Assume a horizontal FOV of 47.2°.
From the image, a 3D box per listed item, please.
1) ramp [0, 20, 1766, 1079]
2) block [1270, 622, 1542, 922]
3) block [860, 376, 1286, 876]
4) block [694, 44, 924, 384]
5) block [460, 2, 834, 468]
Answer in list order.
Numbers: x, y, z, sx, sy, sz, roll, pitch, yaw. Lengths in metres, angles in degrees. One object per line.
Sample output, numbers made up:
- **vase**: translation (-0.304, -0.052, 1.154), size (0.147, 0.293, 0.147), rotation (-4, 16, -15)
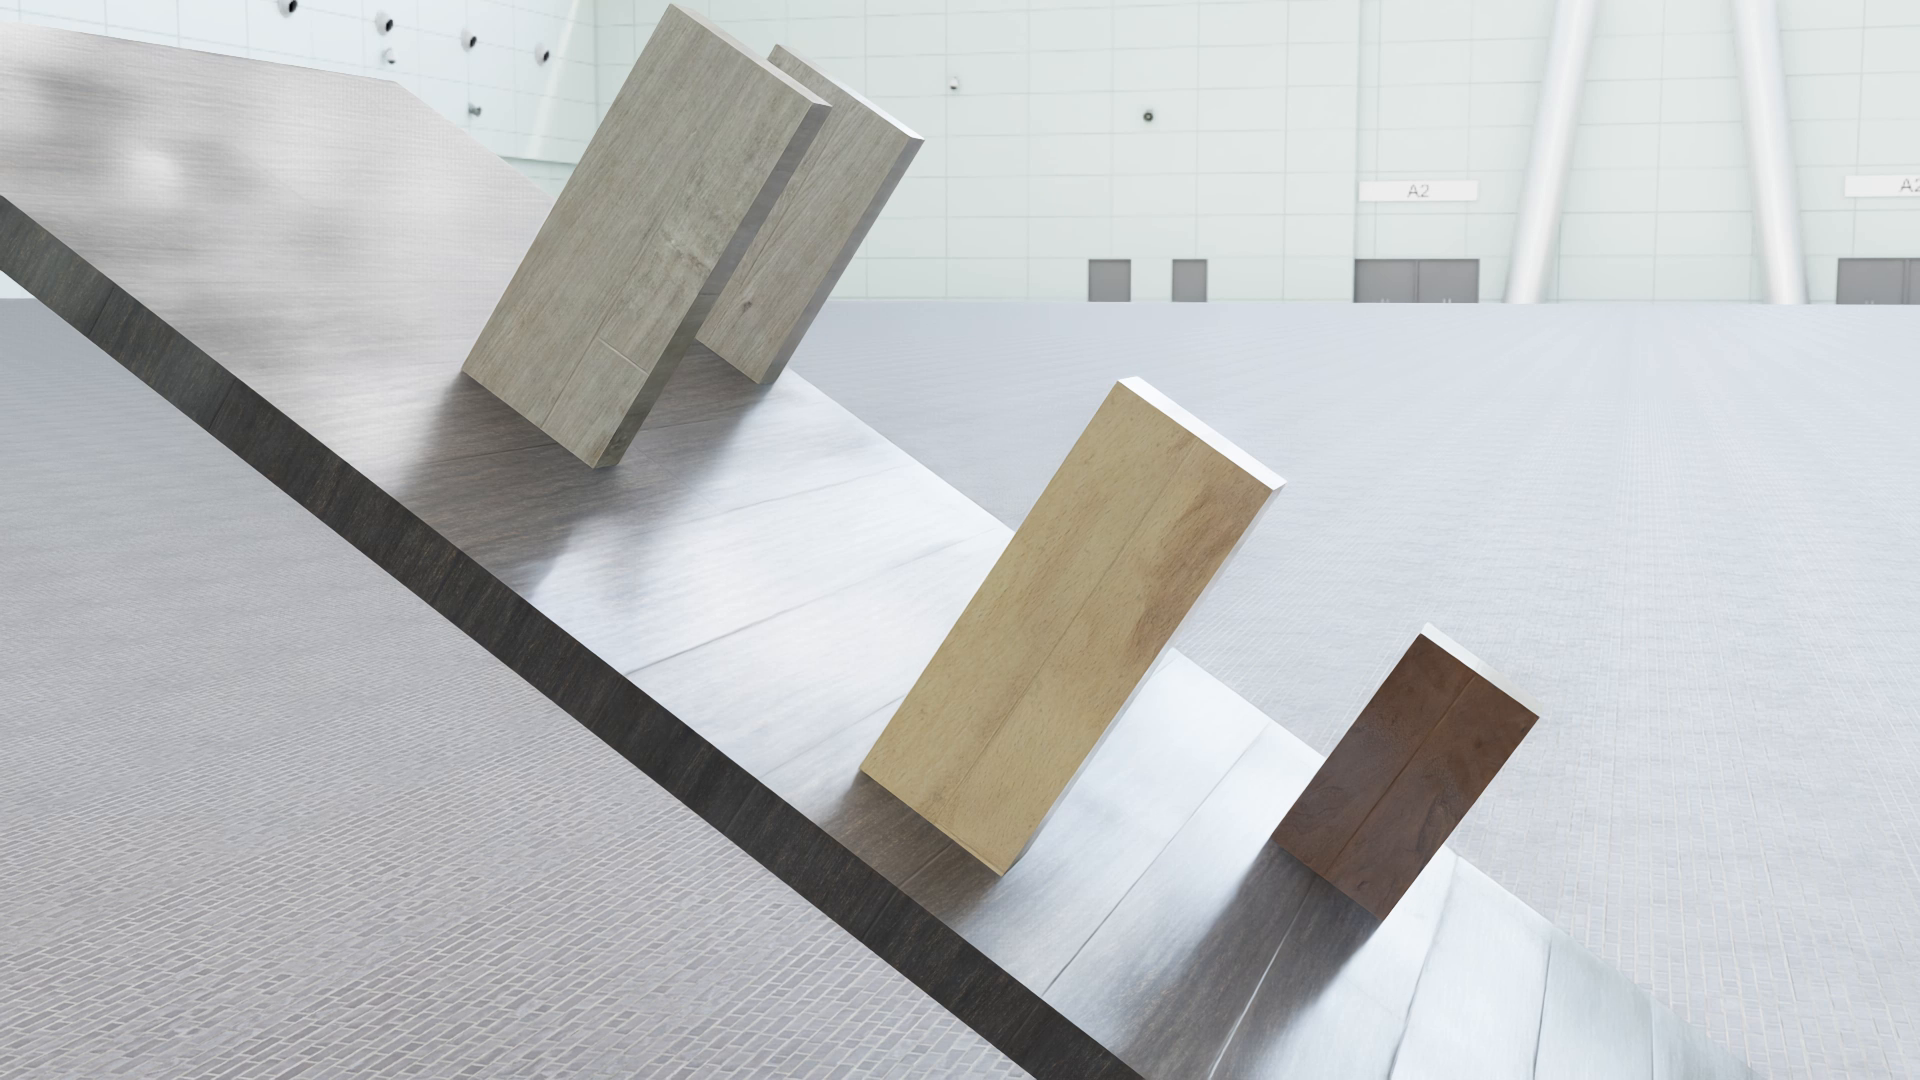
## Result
- **ramp**: translation (-0.114, 0.195, 4.093), size (4.000, 0.100, 2.000), rotation (36, 15, 10)
- **block**: translation (0.843, 0.438, 4.165), size (0.263, 0.492, 0.133), rotation (36, 15, 10)
- **block**: translation (0.164, 0.131, 3.296), size (0.274, 0.717, 0.131), rotation (36, 15, 10)
- **block**: translation (-0.409, -0.720, 4.888), size (0.371, 0.645, 0.103), rotation (36, 15, 10)
- **block**: translation (-0.547, -0.517, 3.796), size (0.306, 0.742, 0.097), rotation (36, 15, 10)
